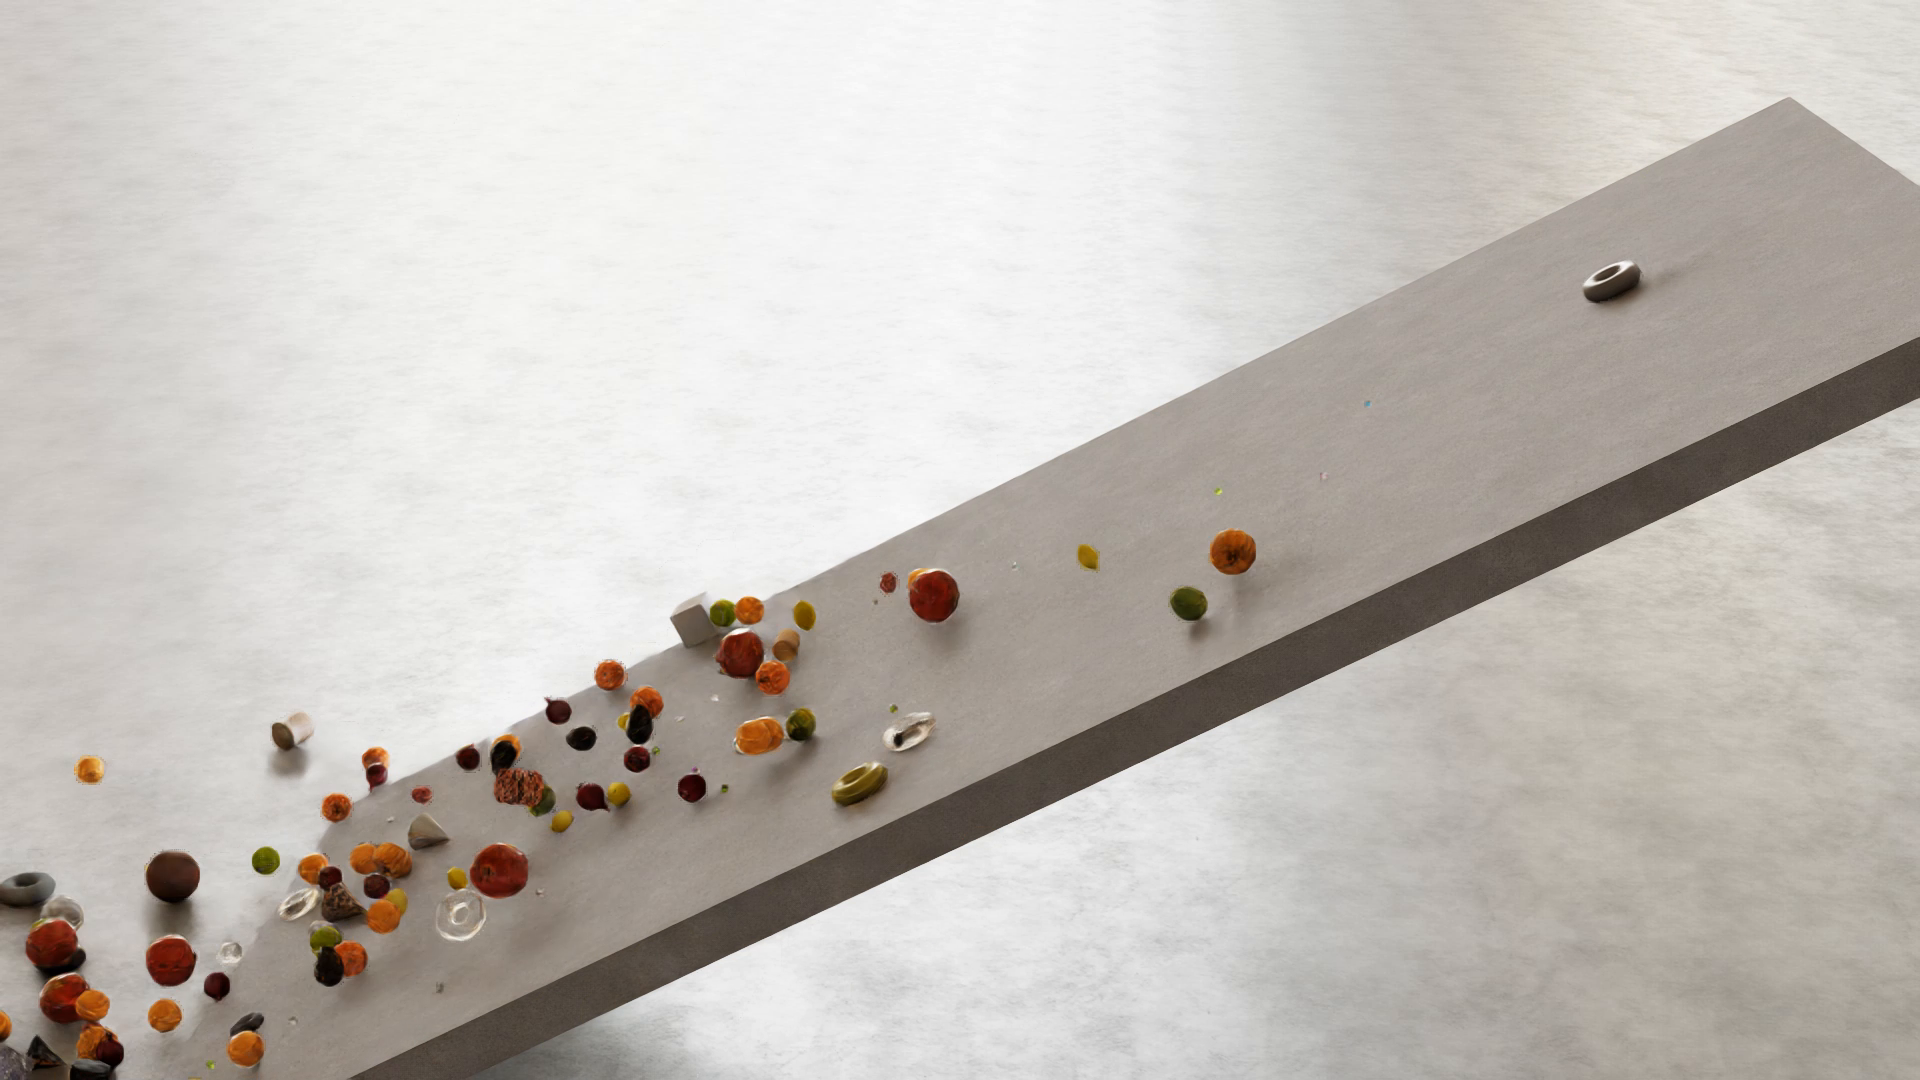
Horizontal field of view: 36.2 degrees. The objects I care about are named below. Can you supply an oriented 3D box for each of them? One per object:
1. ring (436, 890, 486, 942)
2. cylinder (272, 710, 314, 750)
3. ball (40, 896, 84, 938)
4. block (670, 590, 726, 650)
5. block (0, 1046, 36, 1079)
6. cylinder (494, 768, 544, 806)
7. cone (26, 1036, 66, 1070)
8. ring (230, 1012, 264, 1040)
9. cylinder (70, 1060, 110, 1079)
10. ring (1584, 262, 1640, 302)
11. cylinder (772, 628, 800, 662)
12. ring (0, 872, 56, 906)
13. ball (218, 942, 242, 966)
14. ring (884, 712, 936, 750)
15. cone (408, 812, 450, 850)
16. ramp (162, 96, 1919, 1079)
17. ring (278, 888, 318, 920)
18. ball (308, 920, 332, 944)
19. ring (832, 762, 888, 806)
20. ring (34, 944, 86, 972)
[{"bbox_3d":[-1.008,0.758,5.936,0.108,0.108,0.036,7,-22,21],"label":"ring"},{"bbox_3d":[-1.871,0.534,8.247,0.084,0.084,0.084,11,26,31],"label":"cylinder"},{"bbox_3d":[-2.151,0.901,7.049,0.100,0.100,0.100,0,17,0],"label":"ball"},{"bbox_3d":[-0.654,0.198,7.322,0.092,0.092,0.092,-25,14,15],"label":"block"},{"bbox_3d":[-2.024,1.129,6.227,0.078,0.078,0.078,-21,47,33],"label":"block"},{"bbox_3d":[-0.962,0.538,6.411,0.077,0.077,0.077,11,8,-37],"label":"cylinder"},{"bbox_3d":[-1.987,1.131,6.411,0.083,0.083,0.083,23,9,-22],"label":"cone"},{"bbox_3d":[-1.497,1.020,6.174,0.077,0.026,0.077,-28,14,8],"label":"ring"},{"bbox_3d":[-1.847,1.152,6.230,0.080,0.080,0.080,12,6,-1],"label":"cylinder"},{"bbox_3d":[1.358,-0.538,6.126,0.126,0.042,0.126,-28,15,8],"label":"ring"},{"bbox_3d":[-0.396,0.240,6.716,0.055,0.055,0.055,2,27,6],"label":"cylinder"},{"bbox_3d":[-2.306,0.862,7.266,0.139,0.046,0.139,-4,18,1],"label":"ring"},{"bbox_3d":[-1.666,0.944,6.717,0.053,0.053,0.053,0,17,0],"label":"ball"},{"bbox_3d":[-0.099,0.373,5.730,0.111,0.037,0.111,-26,14,7],"label":"ring"},{"bbox_3d":[-1.209,0.682,6.786,0.090,0.090,0.090,12,20,27],"label":"cone"},{"bbox_3d":[0.140,0.167,6.281,4.000,0.100,2.000,-26,14,10],"label":"ramp"},{"bbox_3d":[-1.540,0.849,6.851,0.104,0.035,0.104,-26,17,8],"label":"ring"},{"bbox_3d":[-1.414,0.866,6.500,0.053,0.053,0.053,0,17,0],"label":"ball"},{"bbox_3d":[-0.190,0.462,5.584,0.117,0.039,0.117,-28,14,7],"label":"ring"},{"bbox_3d":[-2.111,0.980,6.897,0.119,0.040,0.119,-1,16,0],"label":"ring"}]
